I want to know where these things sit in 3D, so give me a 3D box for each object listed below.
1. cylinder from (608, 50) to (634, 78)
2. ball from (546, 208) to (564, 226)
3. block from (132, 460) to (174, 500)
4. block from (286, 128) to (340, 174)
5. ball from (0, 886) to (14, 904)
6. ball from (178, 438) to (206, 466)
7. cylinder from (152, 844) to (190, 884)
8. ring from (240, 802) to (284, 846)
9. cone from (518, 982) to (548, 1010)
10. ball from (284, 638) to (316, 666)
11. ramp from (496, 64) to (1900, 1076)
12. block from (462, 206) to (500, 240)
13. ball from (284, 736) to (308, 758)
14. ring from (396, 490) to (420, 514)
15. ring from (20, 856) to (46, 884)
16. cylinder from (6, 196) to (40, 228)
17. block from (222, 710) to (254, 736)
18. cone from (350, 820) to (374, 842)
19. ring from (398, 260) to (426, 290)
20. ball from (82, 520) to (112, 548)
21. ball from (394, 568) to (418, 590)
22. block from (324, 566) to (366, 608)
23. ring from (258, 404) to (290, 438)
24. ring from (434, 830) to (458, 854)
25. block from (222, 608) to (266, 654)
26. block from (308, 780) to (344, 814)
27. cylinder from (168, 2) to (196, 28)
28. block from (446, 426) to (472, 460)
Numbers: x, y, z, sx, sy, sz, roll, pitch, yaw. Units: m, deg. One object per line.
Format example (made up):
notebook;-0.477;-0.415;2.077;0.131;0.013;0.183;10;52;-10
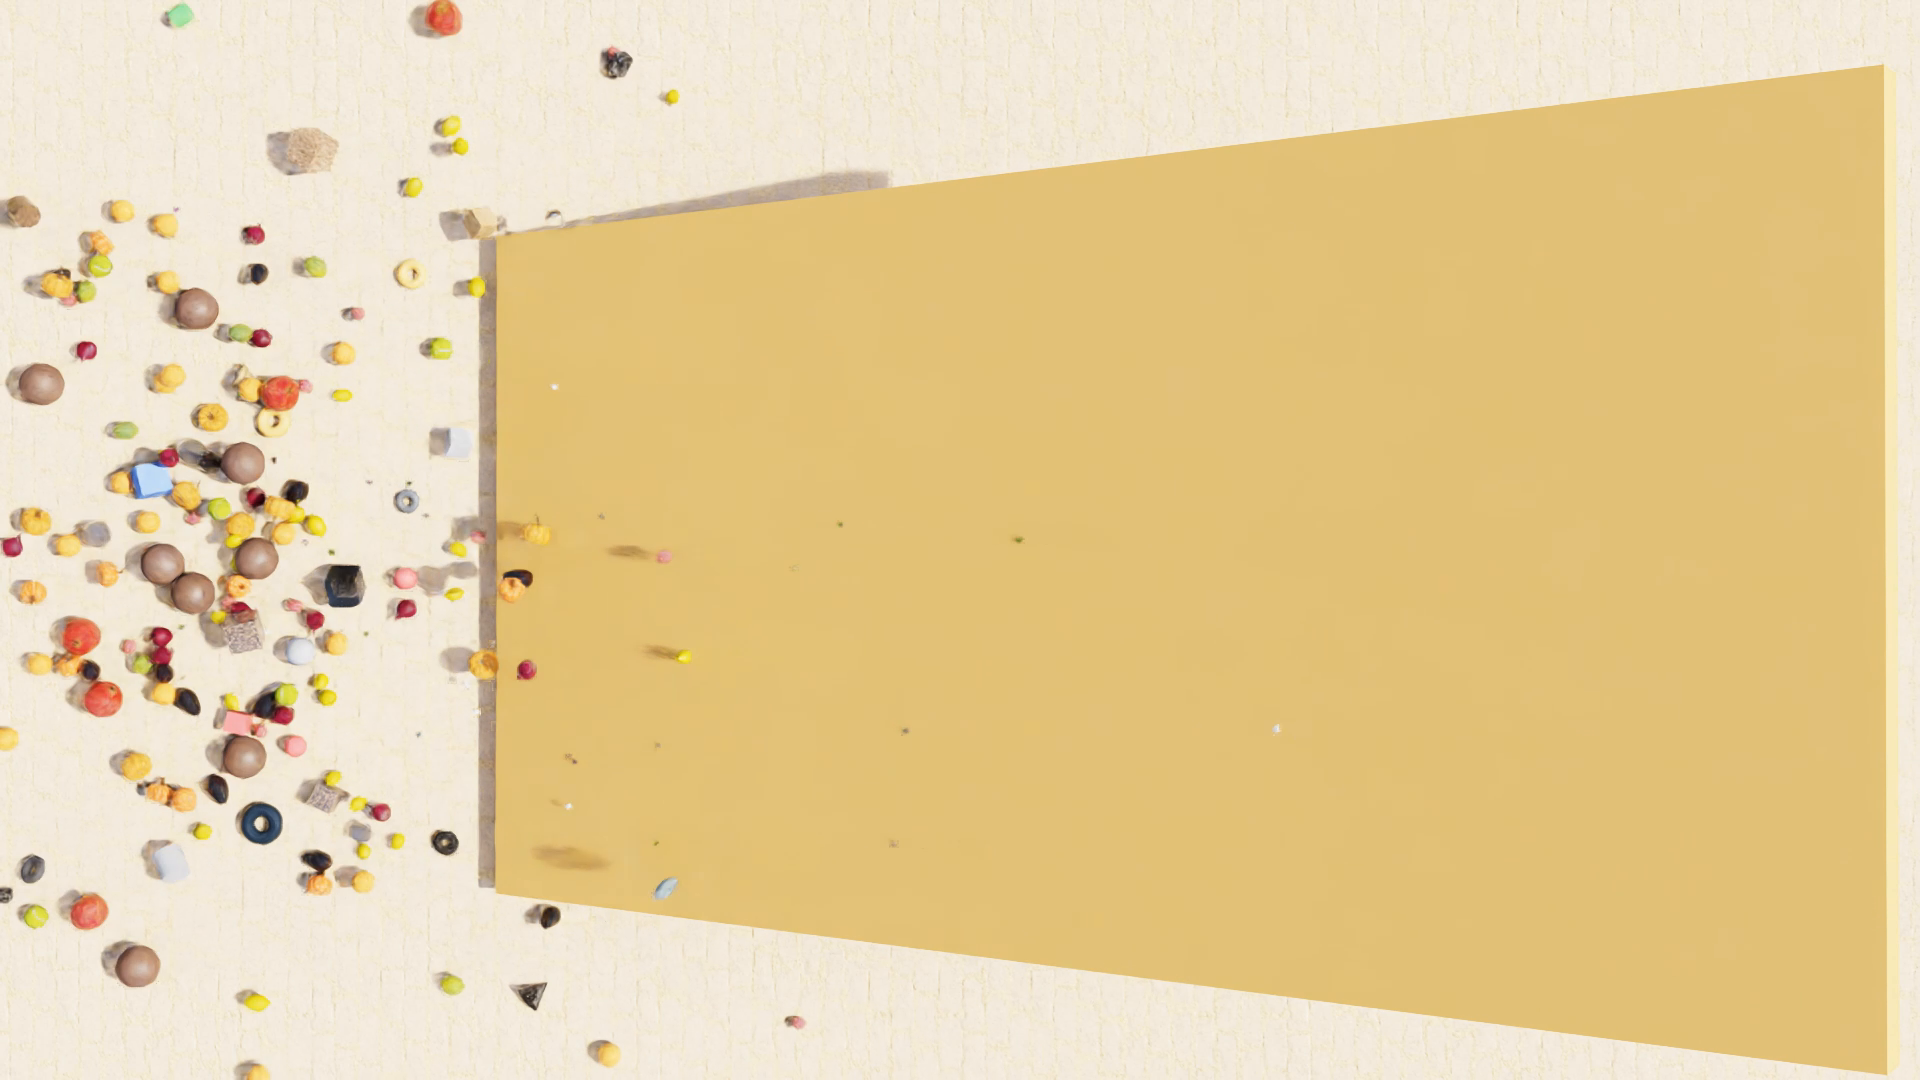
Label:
cylinder;-1.040;-1.460;6.744;0.057;0.057;0.057;33;121;0
ball;-1.203;-0.956;6.524;0.053;0.053;0.053;0;90;0
block;-2.466;-0.182;6.710;0.091;0.091;0.091;-13;87;-30
block;-1.970;-1.186;6.689;0.097;0.097;0.097;34;116;15
ball;-2.928;1.089;6.739;0.052;0.052;0.052;0;90;0
ball;-2.352;-0.270;6.733;0.084;0.084;0.084;0;90;0
cylinder;-2.405;0.989;6.706;0.087;0.087;0.087;-32;66;0
ring;-2.141;0.871;6.745;0.131;0.044;0.131;0;91;0
cone;-1.296;1.384;6.744;0.083;0.083;0.083;48;63;0
ball;-2.018;0.342;6.726;0.090;0.090;0.090;0;90;0
ramp;0.239;0.066;5.561;4.000;0.100;2.000;0;89;36
block;-1.455;-0.963;6.674;0.068;0.068;0.068;-41;78;42
ball;-2.035;0.631;6.735;0.067;0.067;0.067;0;90;0
ring;-1.699;-0.119;6.762;0.075;0.025;0.075;0;91;0
ring;-2.833;1.008;6.722;0.087;0.029;0.087;-13;59;23
cylinder;-2.852;-1.000;6.698;0.076;0.076;0.076;37;90;39
block;-2.211;0.559;6.738;0.062;0.062;0.062;12;90;0
cone;-1.815;0.876;6.712;0.072;0.072;0.072;14;57;-23
ring;-1.685;-0.817;6.764;0.092;0.031;0.092;0;90;0
ball;-2.641;-0.016;6.731;0.086;0.086;0.086;0;90;0
ball;-1.699;0.119;6.737;0.070;0.070;0.070;0;90;0
block;-1.875;0.141;6.708;0.090;0.090;0.090;-3;125;2
ring;-2.108;-0.365;6.758;0.105;0.035;0.105;0;86;3
ring;-1.578;0.929;6.749;0.079;0.026;0.079;2;103;7
block;-2.175;0.277;6.683;0.094;0.094;0.094;-11;115;-6
block;-1.940;0.787;6.732;0.071;0.071;0.071;27;90;0
cylinder;-2.390;-1.611;6.751;0.057;0.057;0.057;-30;90;5
block;-1.530;-0.296;6.713;0.066;0.066;0.066;7;56;-25
